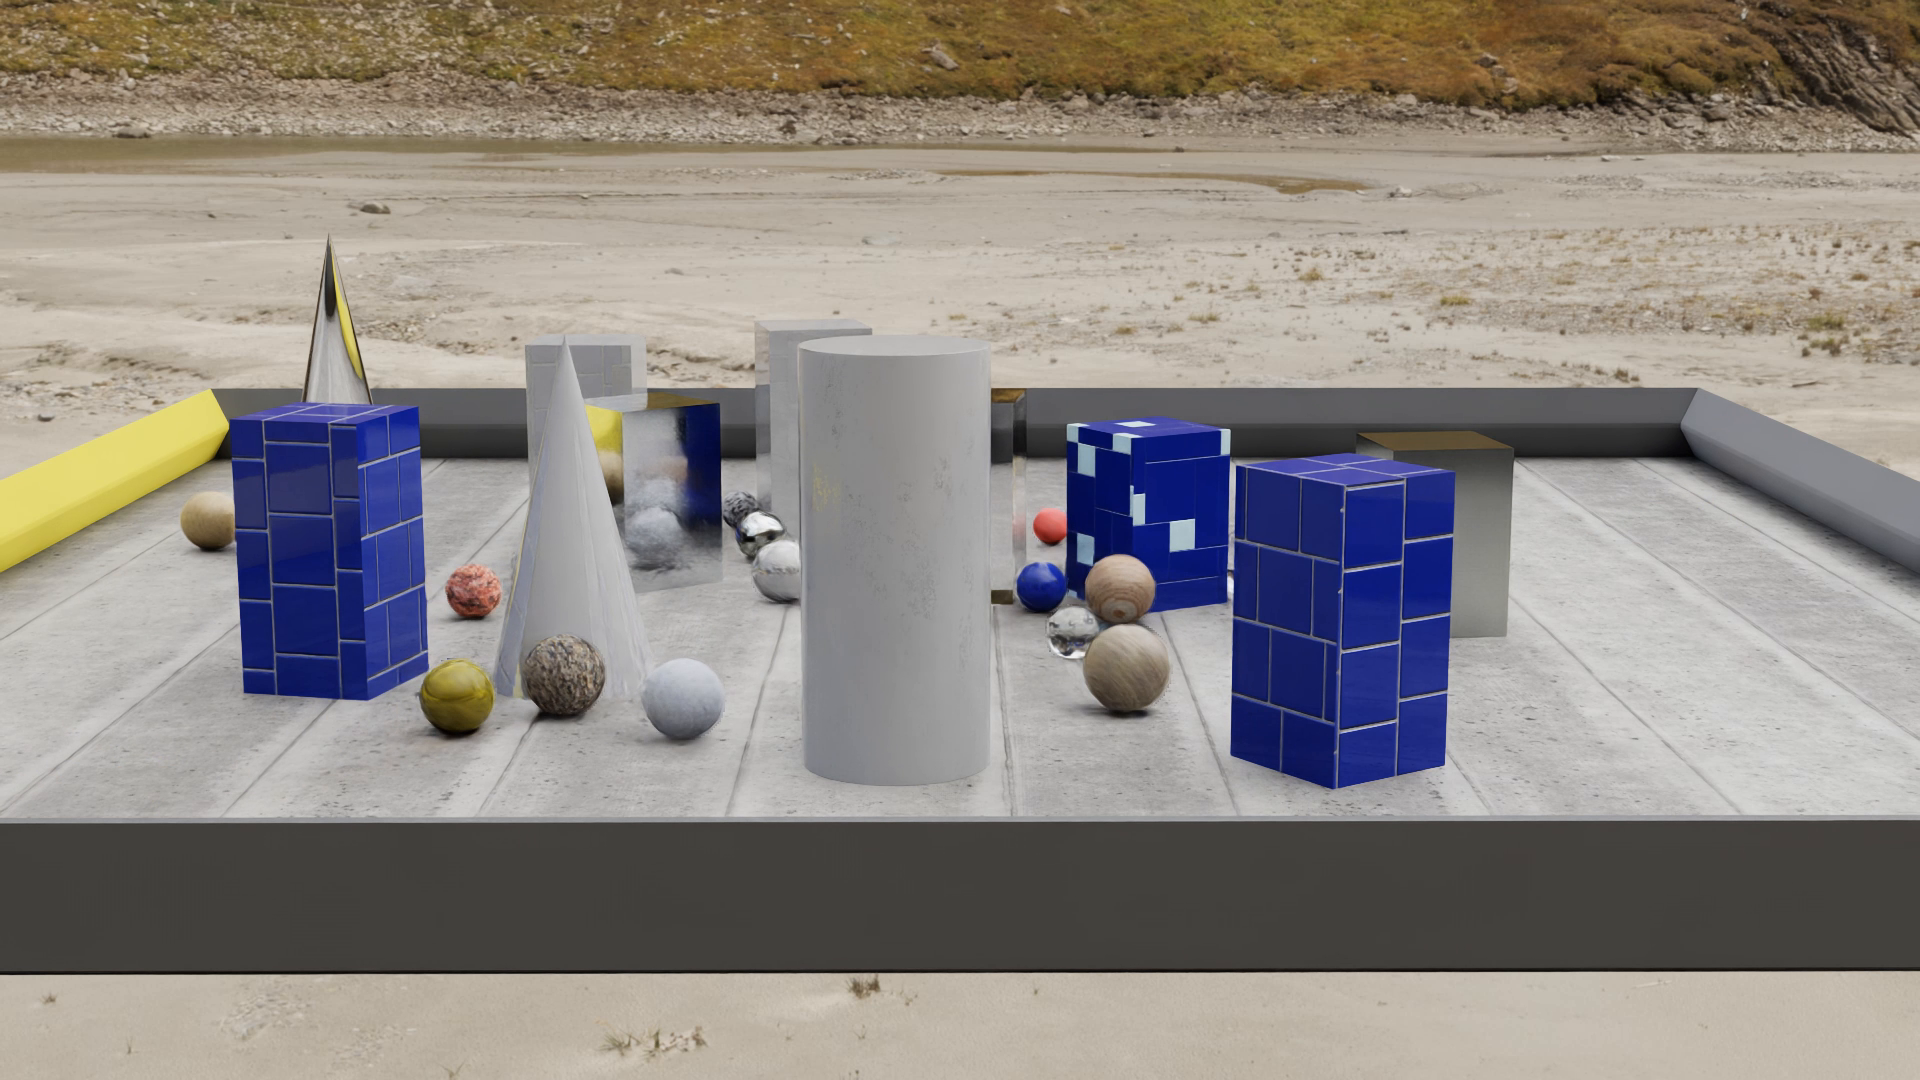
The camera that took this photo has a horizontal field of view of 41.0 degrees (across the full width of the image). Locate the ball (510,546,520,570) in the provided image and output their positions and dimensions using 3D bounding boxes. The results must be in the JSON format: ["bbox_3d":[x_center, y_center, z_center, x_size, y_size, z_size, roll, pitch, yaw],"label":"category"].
[{"bbox_3d":[-0.619,0.031,3.686,0.051,0.051,0.051,0,10,0],"label":"ball"}]

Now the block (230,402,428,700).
[{"bbox_3d":[-0.746,0.010,3.046,0.160,0.325,0.160,3,11,14],"label":"block"}]

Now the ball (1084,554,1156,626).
[{"bbox_3d":[0.210,0.065,3.381,0.094,0.094,0.094,0,10,0],"label":"ball"}]

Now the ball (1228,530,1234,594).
[{"bbox_3d":[0.399,0.031,3.559,0.096,0.096,0.096,0,10,0],"label":"ball"}]

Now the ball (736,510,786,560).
[{"bbox_3d":[-0.297,-0.007,3.823,0.074,0.074,0.074,0,10,0],"label":"ball"}]

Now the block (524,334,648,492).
[{"bbox_3d":[-0.572,-0.154,3.962,0.160,0.313,0.160,0,10,1],"label":"block"}]

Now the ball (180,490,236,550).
[{"bbox_3d":[-1.139,-0.030,3.904,0.090,0.090,0.090,0,10,0],"label":"ball"}]

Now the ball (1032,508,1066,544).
[{"bbox_3d":[0.141,-0.022,3.955,0.056,0.056,0.056,0,10,0],"label":"ball"}]

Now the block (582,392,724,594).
[{"bbox_3d":[-0.451,-0.070,3.661,0.160,0.257,0.160,-8,13,-38],"label":"block"}]

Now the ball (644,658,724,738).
[{"bbox_3d":[-0.303,0.174,2.810,0.088,0.088,0.088,0,10,0],"label":"ball"}]

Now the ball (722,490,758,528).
[{"bbox_3d":[-0.351,-0.049,4.090,0.061,0.061,0.061,0,10,0],"label":"ball"}]

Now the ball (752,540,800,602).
[{"bbox_3d":[-0.244,0.043,3.530,0.084,0.084,0.084,0,10,0],"label":"ball"}]

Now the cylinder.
[{"bbox_3d":[-0.067,0.016,2.686,0.200,0.443,0.200,0,10,0],"label":"cylinder"}]

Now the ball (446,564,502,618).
[{"bbox_3d":[-0.649,0.068,3.424,0.073,0.073,0.073,0,10,0],"label":"ball"}]

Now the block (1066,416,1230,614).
[{"bbox_3d":[0.257,-0.037,3.531,0.160,0.240,0.160,-6,12,-31],"label":"block"}]

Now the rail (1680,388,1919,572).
[{"bbox_3d":[1.374,0.032,3.456,0.045,0.130,2.797,0,10,0],"label":"rail"}]

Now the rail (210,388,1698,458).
[{"bbox_3d":[-0.008,-0.216,4.800,2.796,0.130,0.045,0,10,0],"label":"rail"}]

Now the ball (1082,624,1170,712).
[{"bbox_3d":[0.190,0.146,2.928,0.100,0.100,0.100,0,10,0],"label":"ball"}]

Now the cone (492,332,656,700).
[{"bbox_3d":[-0.462,-0.037,3.035,0.200,0.420,0.200,0,10,0],"label":"cone"}]

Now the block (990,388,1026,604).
[{"bbox_3d":[0.004,-0.065,3.575,0.160,0.278,0.160,1,11,8],"label":"block"}]

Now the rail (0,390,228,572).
[{"bbox_3d":[-1.374,0.035,3.441,0.045,0.130,2.797,0,10,0],"label":"rail"}]

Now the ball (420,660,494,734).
[{"bbox_3d":[-0.555,0.173,2.831,0.081,0.081,0.081,0,10,0],"label":"ball"}]

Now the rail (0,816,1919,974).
[{"bbox_3d":[0.008,0.283,2.097,2.796,0.130,0.045,0,10,0],"label":"rail"}]

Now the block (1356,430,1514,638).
[{"bbox_3d":[0.617,-0.008,3.361,0.160,0.246,0.160,-1,11,-8],"label":"block"}]

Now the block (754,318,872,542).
[{"bbox_3d":[-0.230,-0.175,4.031,0.160,0.329,0.160,-2,11,-12],"label":"block"}]

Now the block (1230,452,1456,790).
[{"bbox_3d":[0.400,0.080,2.697,0.160,0.314,0.160,-7,13,-34],"label":"block"}]

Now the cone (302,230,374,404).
[{"bbox_3d":[-0.915,-0.209,3.766,0.200,0.493,0.200,0,10,0],"label":"cone"}]

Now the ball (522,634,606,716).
[{"bbox_3d":[-0.449,0.153,2.910,0.092,0.092,0.092,0,10,0],"label":"ball"}]

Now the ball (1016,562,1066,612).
[{"bbox_3d":[0.110,0.063,3.461,0.069,0.069,0.069,0,10,0],"label":"ball"}]

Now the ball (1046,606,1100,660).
[{"bbox_3d":[0.140,0.115,3.188,0.066,0.066,0.066,0,10,0],"label":"ball"}]
